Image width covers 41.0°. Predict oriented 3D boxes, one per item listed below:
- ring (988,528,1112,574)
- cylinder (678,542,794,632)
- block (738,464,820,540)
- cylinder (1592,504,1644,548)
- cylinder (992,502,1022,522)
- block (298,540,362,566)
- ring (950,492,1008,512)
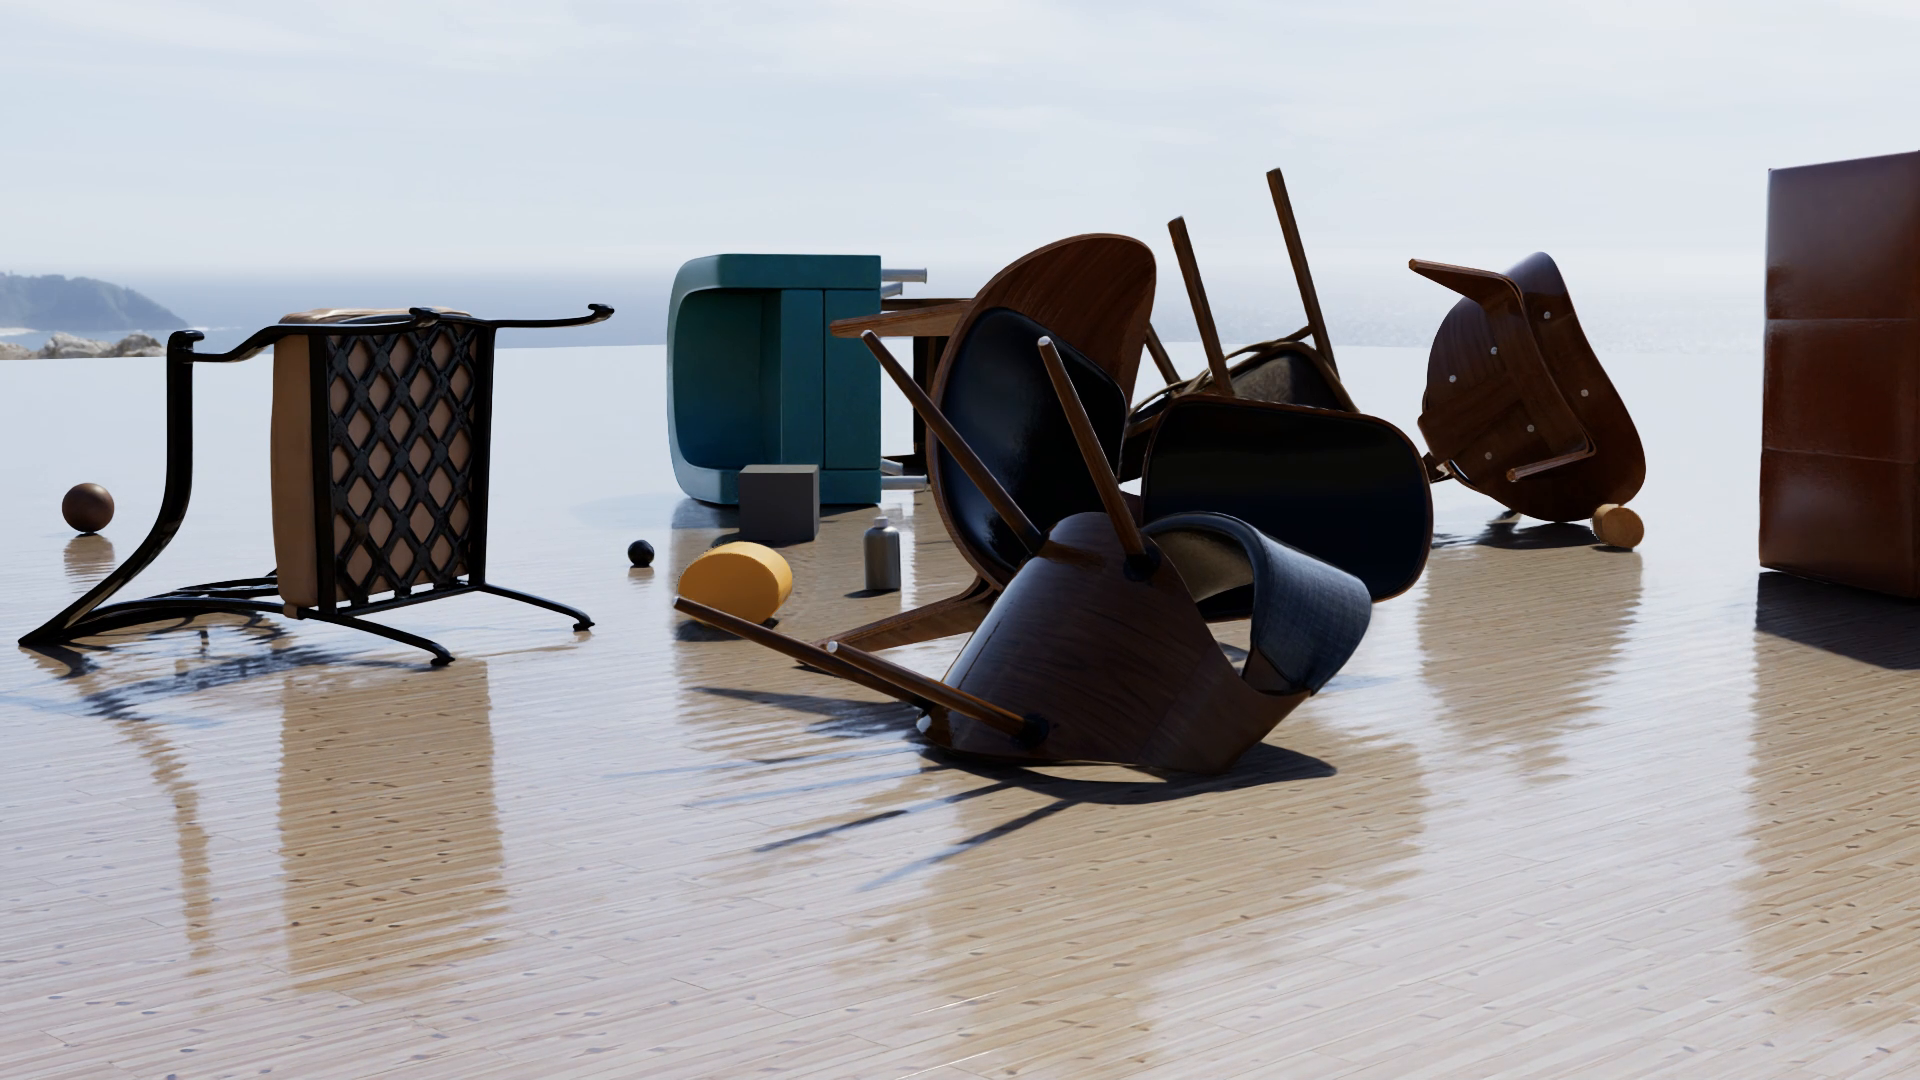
[{"bbox_3d":[0.202,0.024,5.765,0.283,0.087,0.301,1,5,-1],"label":"ring"},{"bbox_3d":[-0.422,0.087,4.853,0.189,0.147,0.195,3,6,3],"label":"cylinder"},{"bbox_3d":[-0.457,-0.096,6.516,0.185,0.170,0.271,0,6,0],"label":"block"},{"bbox_3d":[1.604,-0.034,6.249,0.111,0.094,0.094,42,4,-4],"label":"cylinder"},{"bbox_3d":[0.127,-0.075,6.898,0.062,0.050,0.053,7,9,30],"label":"cylinder"},{"bbox_3d":[-1.449,0.029,5.896,0.102,0.047,0.106,2,6,18],"label":"block"},{"bbox_3d":[0.055,-0.107,7.244,0.184,0.044,0.132,-6,7,-38],"label":"ring"}]
